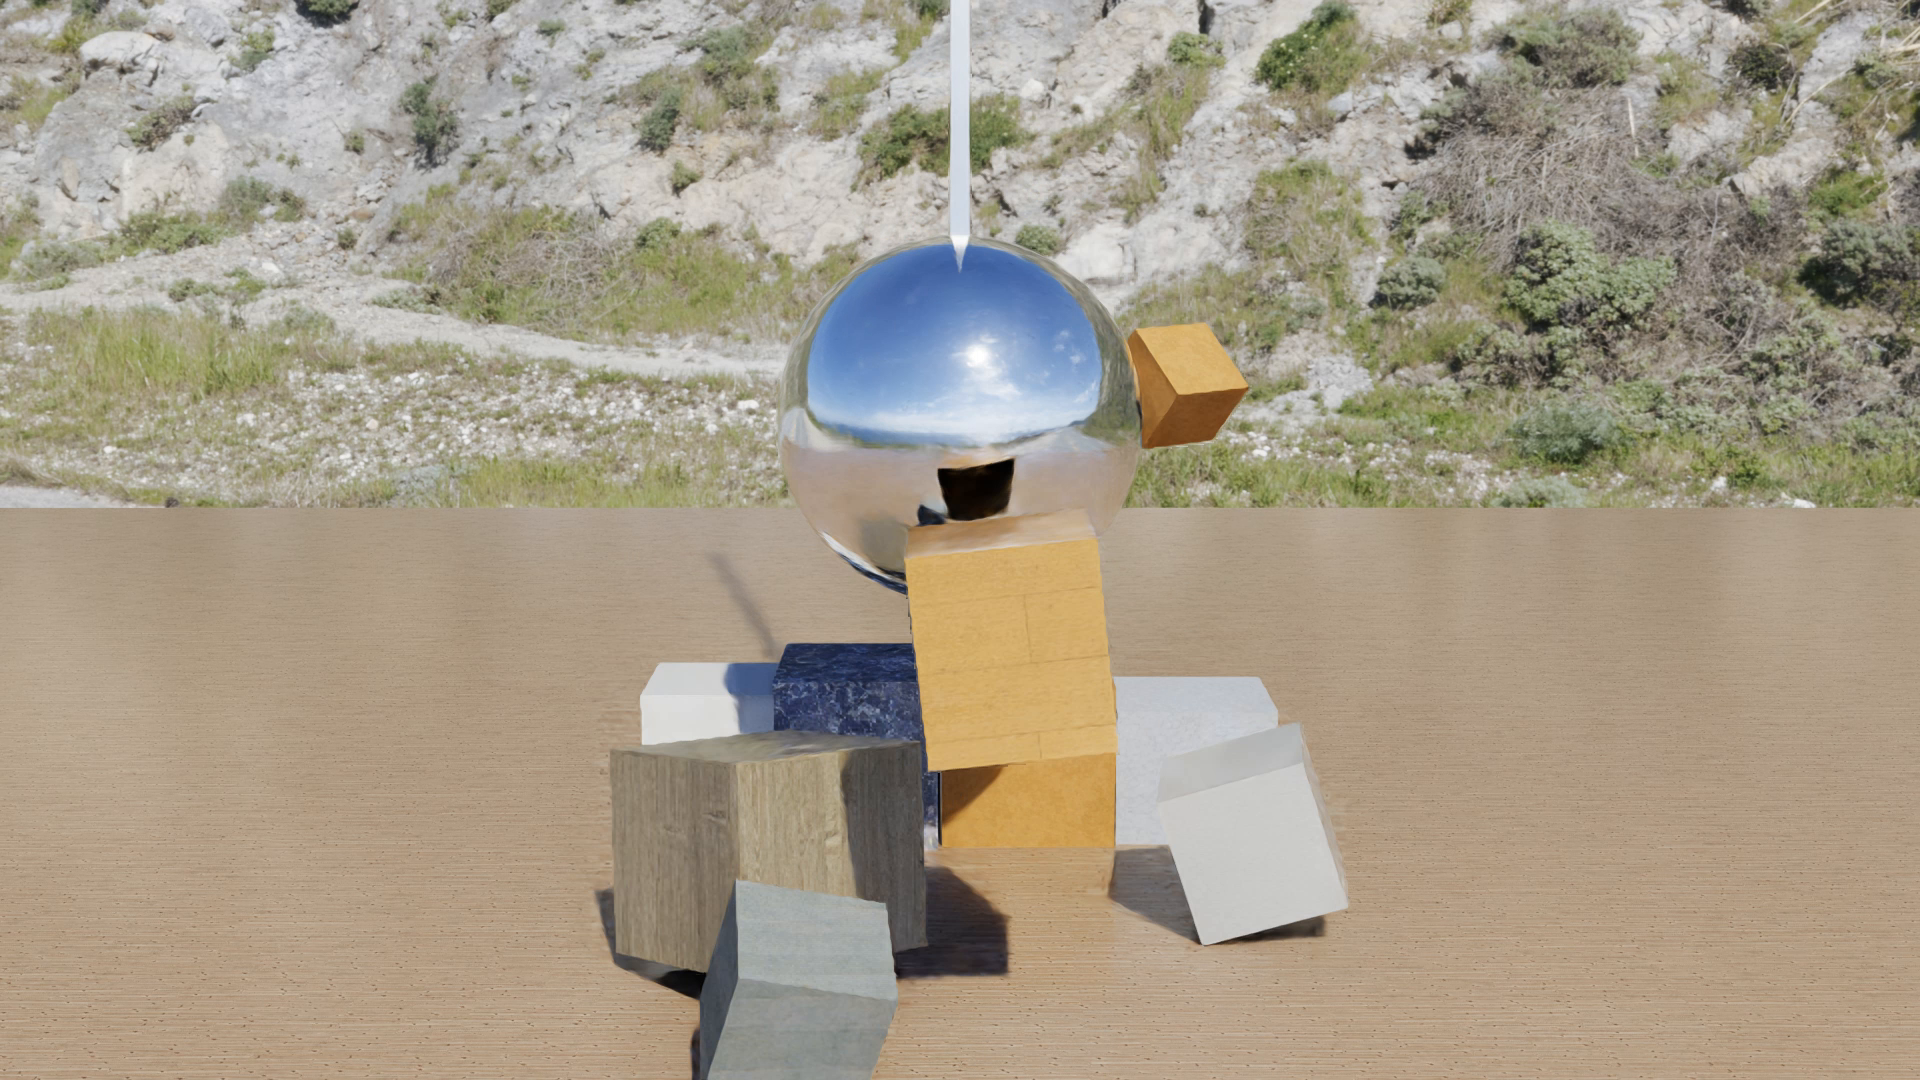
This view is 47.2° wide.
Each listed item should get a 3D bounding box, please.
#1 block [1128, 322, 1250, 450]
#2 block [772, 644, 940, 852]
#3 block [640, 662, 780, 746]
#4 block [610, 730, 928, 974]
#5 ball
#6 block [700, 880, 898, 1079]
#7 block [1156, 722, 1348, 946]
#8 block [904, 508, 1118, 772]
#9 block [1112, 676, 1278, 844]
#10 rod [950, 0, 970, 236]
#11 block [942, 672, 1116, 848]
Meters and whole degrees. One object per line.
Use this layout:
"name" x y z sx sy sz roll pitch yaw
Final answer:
"block" 0.997 -0.721 10.247 0.433 0.374 0.410 -8 56 -35
"block" -0.514 1.052 11.347 0.813 0.870 0.852 0 10 0
"block" -1.258 1.095 11.362 0.665 0.781 0.703 0 10 0
"block" -0.815 1.305 9.340 0.956 0.867 0.923 -2 1 -41
"ball" 0.000 -0.520 9.583 1.600 1.600 1.600 0 10 0
"block" -0.599 1.671 8.010 0.574 0.571 0.537 11 28 -14
"block" 1.320 1.315 9.939 0.663 0.681 0.692 -17 8 10
"block" 0.186 0.355 8.170 0.683 0.779 0.725 -6 9 1
"block" 1.187 1.133 11.399 0.807 0.692 0.727 0 10 0
"rod" 0.000 -3.912 9.818 0.080 5.200 0.080 0 -4 0
"block" 0.344 1.079 11.370 0.866 0.809 0.770 0 10 0
